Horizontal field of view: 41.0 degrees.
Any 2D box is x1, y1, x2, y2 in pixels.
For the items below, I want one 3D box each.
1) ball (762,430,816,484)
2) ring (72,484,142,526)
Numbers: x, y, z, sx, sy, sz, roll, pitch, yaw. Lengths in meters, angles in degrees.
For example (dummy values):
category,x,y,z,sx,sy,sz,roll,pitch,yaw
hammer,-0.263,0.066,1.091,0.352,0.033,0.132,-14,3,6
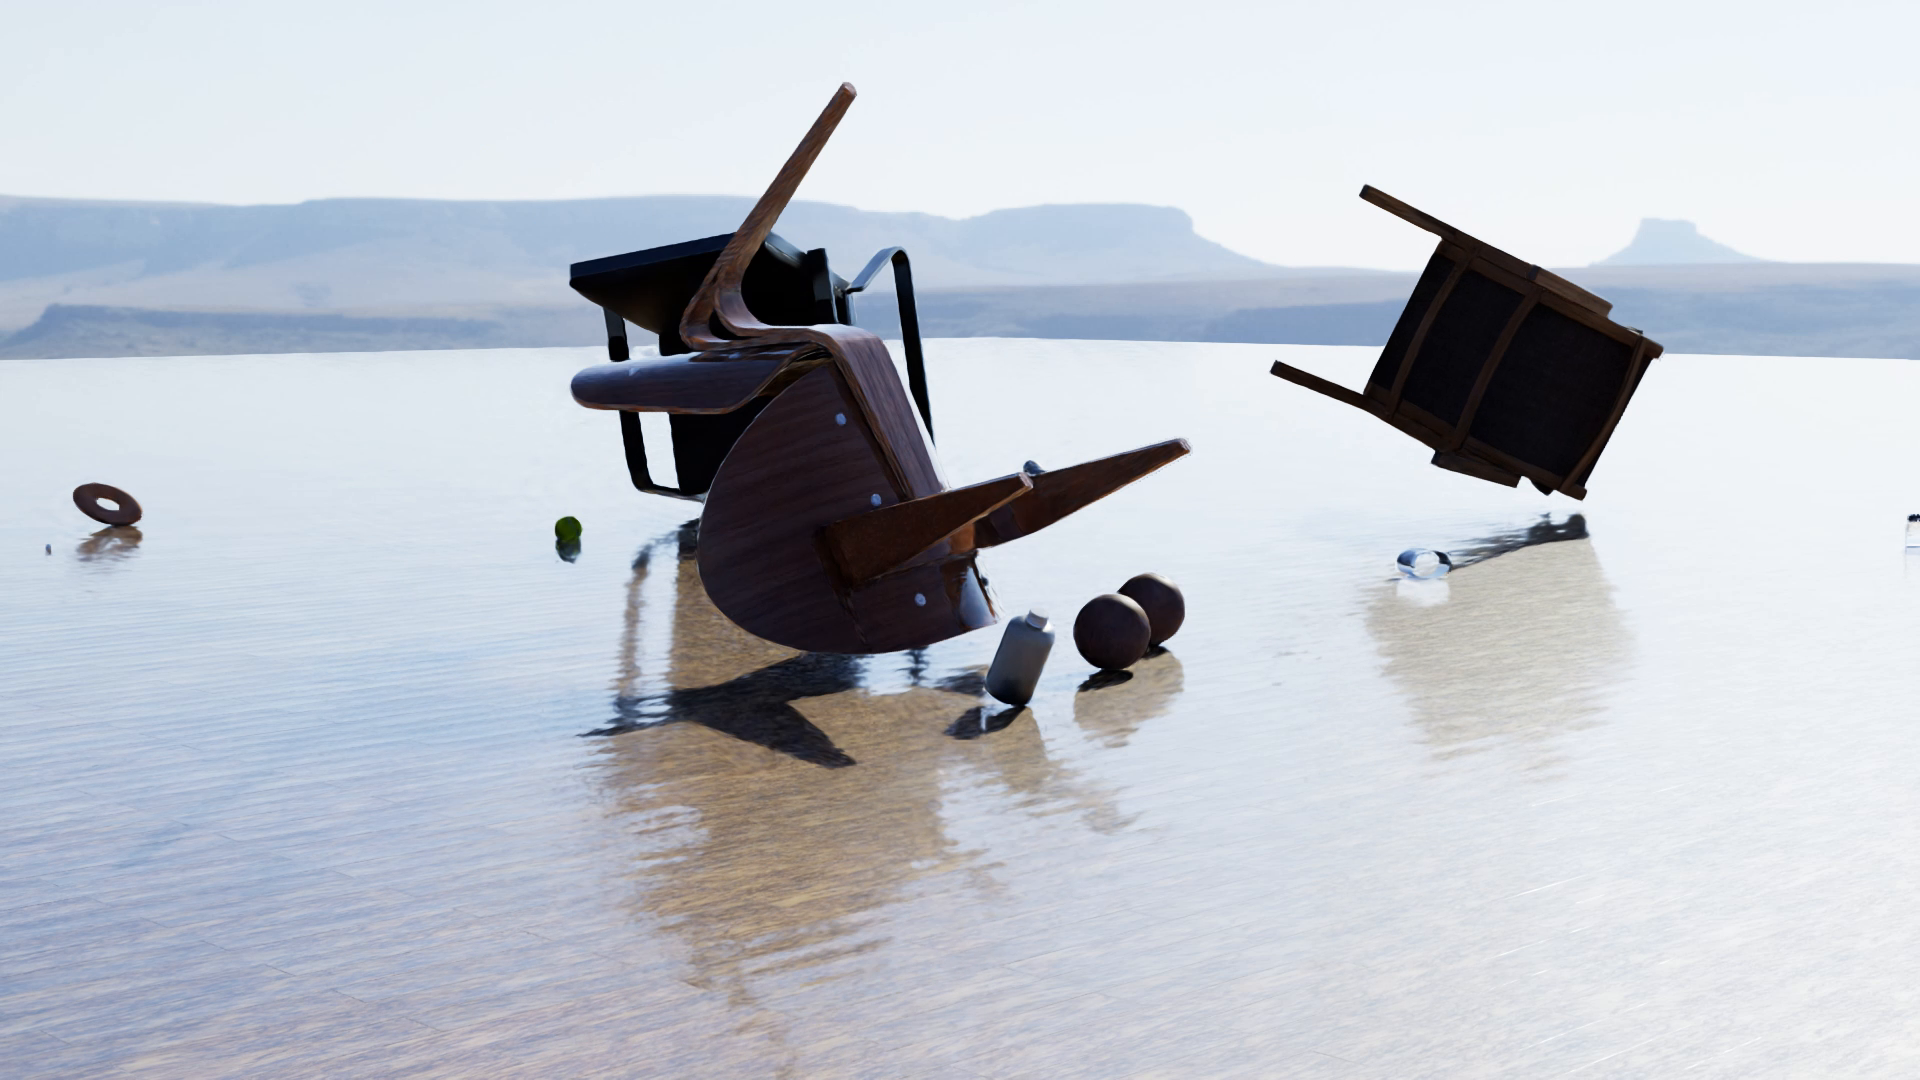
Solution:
category,x,y,z,sx,sy,sz,roll,pitch,yaw
ball,-0.545,-0.264,8.145,0.169,0.169,0.169,0,6,0
ring,-2.257,-0.094,6.794,0.185,0.115,0.038,21,-41,-12
